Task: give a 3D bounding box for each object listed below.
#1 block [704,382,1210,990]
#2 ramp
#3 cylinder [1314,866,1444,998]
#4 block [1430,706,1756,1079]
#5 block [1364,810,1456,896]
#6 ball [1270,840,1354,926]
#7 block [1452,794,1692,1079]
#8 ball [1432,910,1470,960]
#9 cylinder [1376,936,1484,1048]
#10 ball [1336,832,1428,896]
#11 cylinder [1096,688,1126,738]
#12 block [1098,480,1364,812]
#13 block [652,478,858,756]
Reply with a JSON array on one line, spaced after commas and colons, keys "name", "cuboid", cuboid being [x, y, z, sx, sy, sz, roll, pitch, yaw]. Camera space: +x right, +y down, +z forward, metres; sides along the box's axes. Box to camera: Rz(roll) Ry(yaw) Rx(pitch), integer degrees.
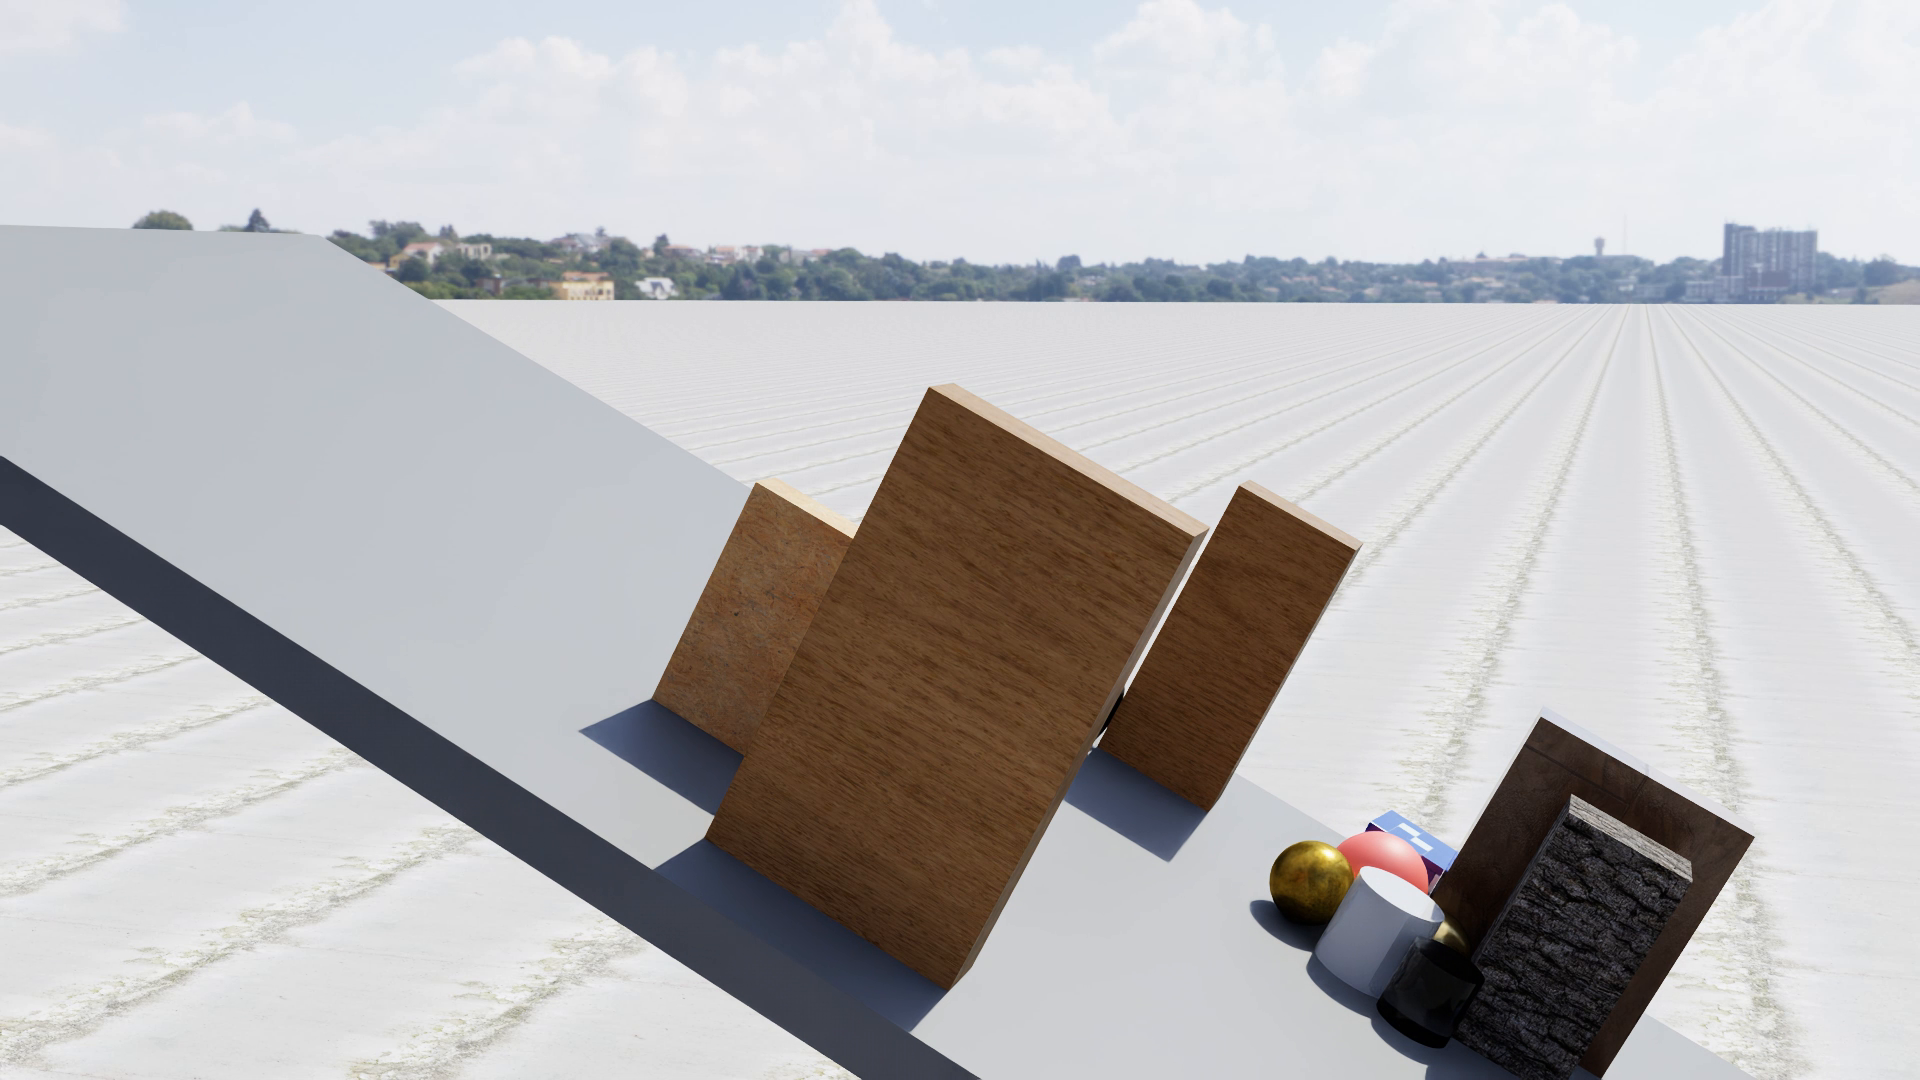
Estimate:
[{"name": "block", "cuboid": [-0.013, 0.218, 3.271, 0.440, 0.781, 0.121, 30, 14, 12]}, {"name": "ramp", "cuboid": [-0.225, 0.375, 4.149, 4.000, 0.100, 2.000, 30, 14, 12]}, {"name": "cylinder", "cuboid": [0.787, 0.738, 4.131, 0.177, 0.177, 0.177, 25, 14, -7]}, {"name": "block", "cuboid": [1.189, 0.682, 4.272, 0.445, 0.562, 0.110, 30, 14, 12]}, {"name": "block", "cuboid": [0.898, 0.687, 4.523, 0.174, 0.174, 0.174, 33, 15, 21]}, {"name": "ball", "cuboid": [0.678, 0.661, 4.236, 0.163, 0.163, 0.163, 0, 7, 0]}, {"name": "block", "cuboid": [1.115, 0.749, 4.064, 0.243, 0.481, 0.148, 30, 14, 12]}, {"name": "ball", "cuboid": [0.906, 0.786, 4.234, 0.151, 0.151, 0.151, 0, 7, 0]}, {"name": "cylinder", "cuboid": [0.859, 0.826, 4.017, 0.143, 0.143, 0.143, 25, 14, -7]}, {"name": "ball", "cuboid": [0.822, 0.679, 4.349, 0.205, 0.205, 0.205, 0, 7, 0]}, {"name": "cylinder", "cuboid": [0.234, 0.324, 4.633, 0.162, 0.162, 0.162, 34, 22, 25]}, {"name": "block", "cuboid": [0.566, 0.222, 4.623, 0.272, 0.637, 0.133, 30, 14, 12]}, {"name": "block", "cuboid": [-0.271, 0.169, 3.714, 0.353, 0.426, 0.088, 30, 14, 12]}]
